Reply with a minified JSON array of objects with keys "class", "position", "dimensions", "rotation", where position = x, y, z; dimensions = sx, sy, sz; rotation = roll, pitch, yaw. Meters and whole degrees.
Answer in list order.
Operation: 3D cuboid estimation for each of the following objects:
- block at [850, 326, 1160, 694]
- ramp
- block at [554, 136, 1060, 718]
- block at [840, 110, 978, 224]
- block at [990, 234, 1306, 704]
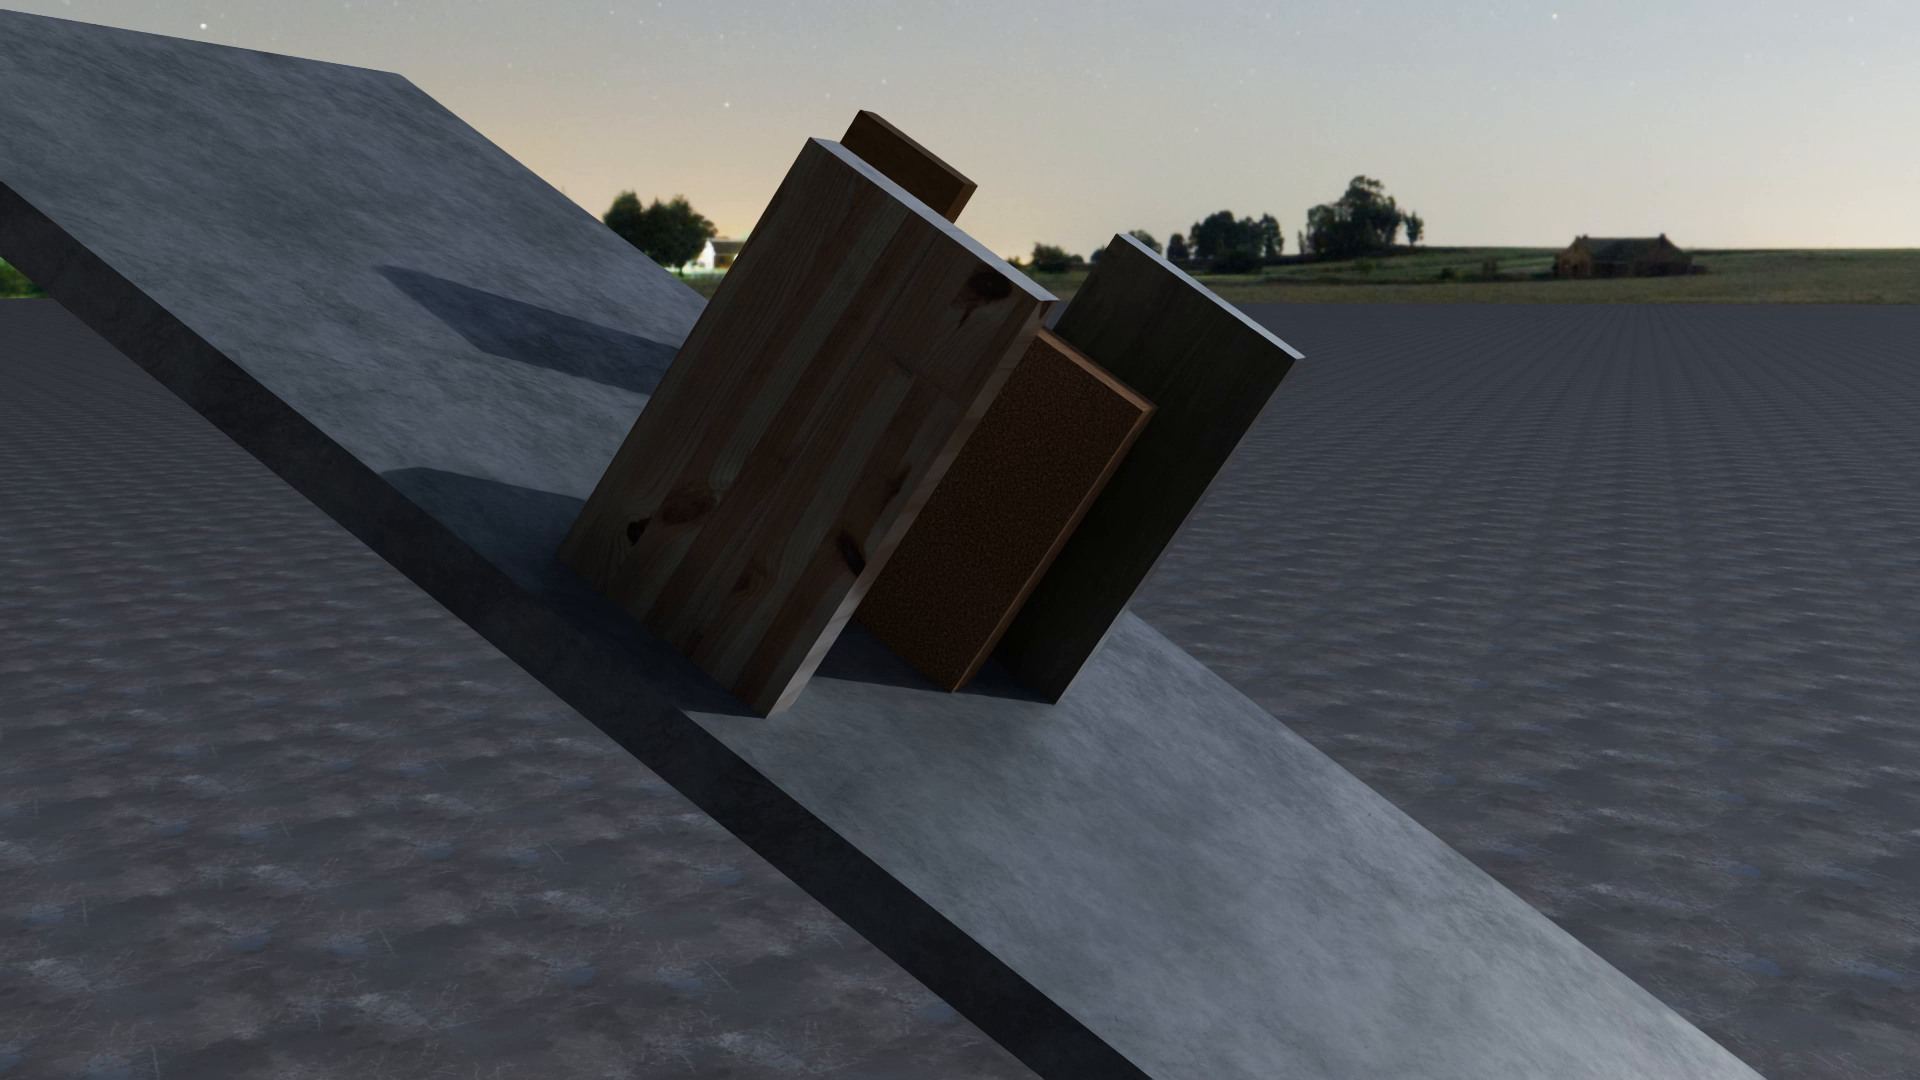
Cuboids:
[{"class":"block","position":[-0.007,-0.108,3.857],"dimensions":[0.433,0.603,0.128],"rotation":[37,15,10]},{"class":"ramp","position":[-0.108,0.187,4.090],"dimensions":[4.000,0.100,2.000],"rotation":[37,15,10]},{"class":"block","position":[-0.237,-0.162,3.272],"dimensions":[0.415,0.751,0.112],"rotation":[37,15,10]},{"class":"block","position":[-0.256,-0.563,4.674],"dimensions":[0.277,0.638,0.094],"rotation":[37,15,10]},{"class":"block","position":[0.246,-0.130,4.098],"dimensions":[0.399,0.784,0.114],"rotation":[37,15,10]}]
